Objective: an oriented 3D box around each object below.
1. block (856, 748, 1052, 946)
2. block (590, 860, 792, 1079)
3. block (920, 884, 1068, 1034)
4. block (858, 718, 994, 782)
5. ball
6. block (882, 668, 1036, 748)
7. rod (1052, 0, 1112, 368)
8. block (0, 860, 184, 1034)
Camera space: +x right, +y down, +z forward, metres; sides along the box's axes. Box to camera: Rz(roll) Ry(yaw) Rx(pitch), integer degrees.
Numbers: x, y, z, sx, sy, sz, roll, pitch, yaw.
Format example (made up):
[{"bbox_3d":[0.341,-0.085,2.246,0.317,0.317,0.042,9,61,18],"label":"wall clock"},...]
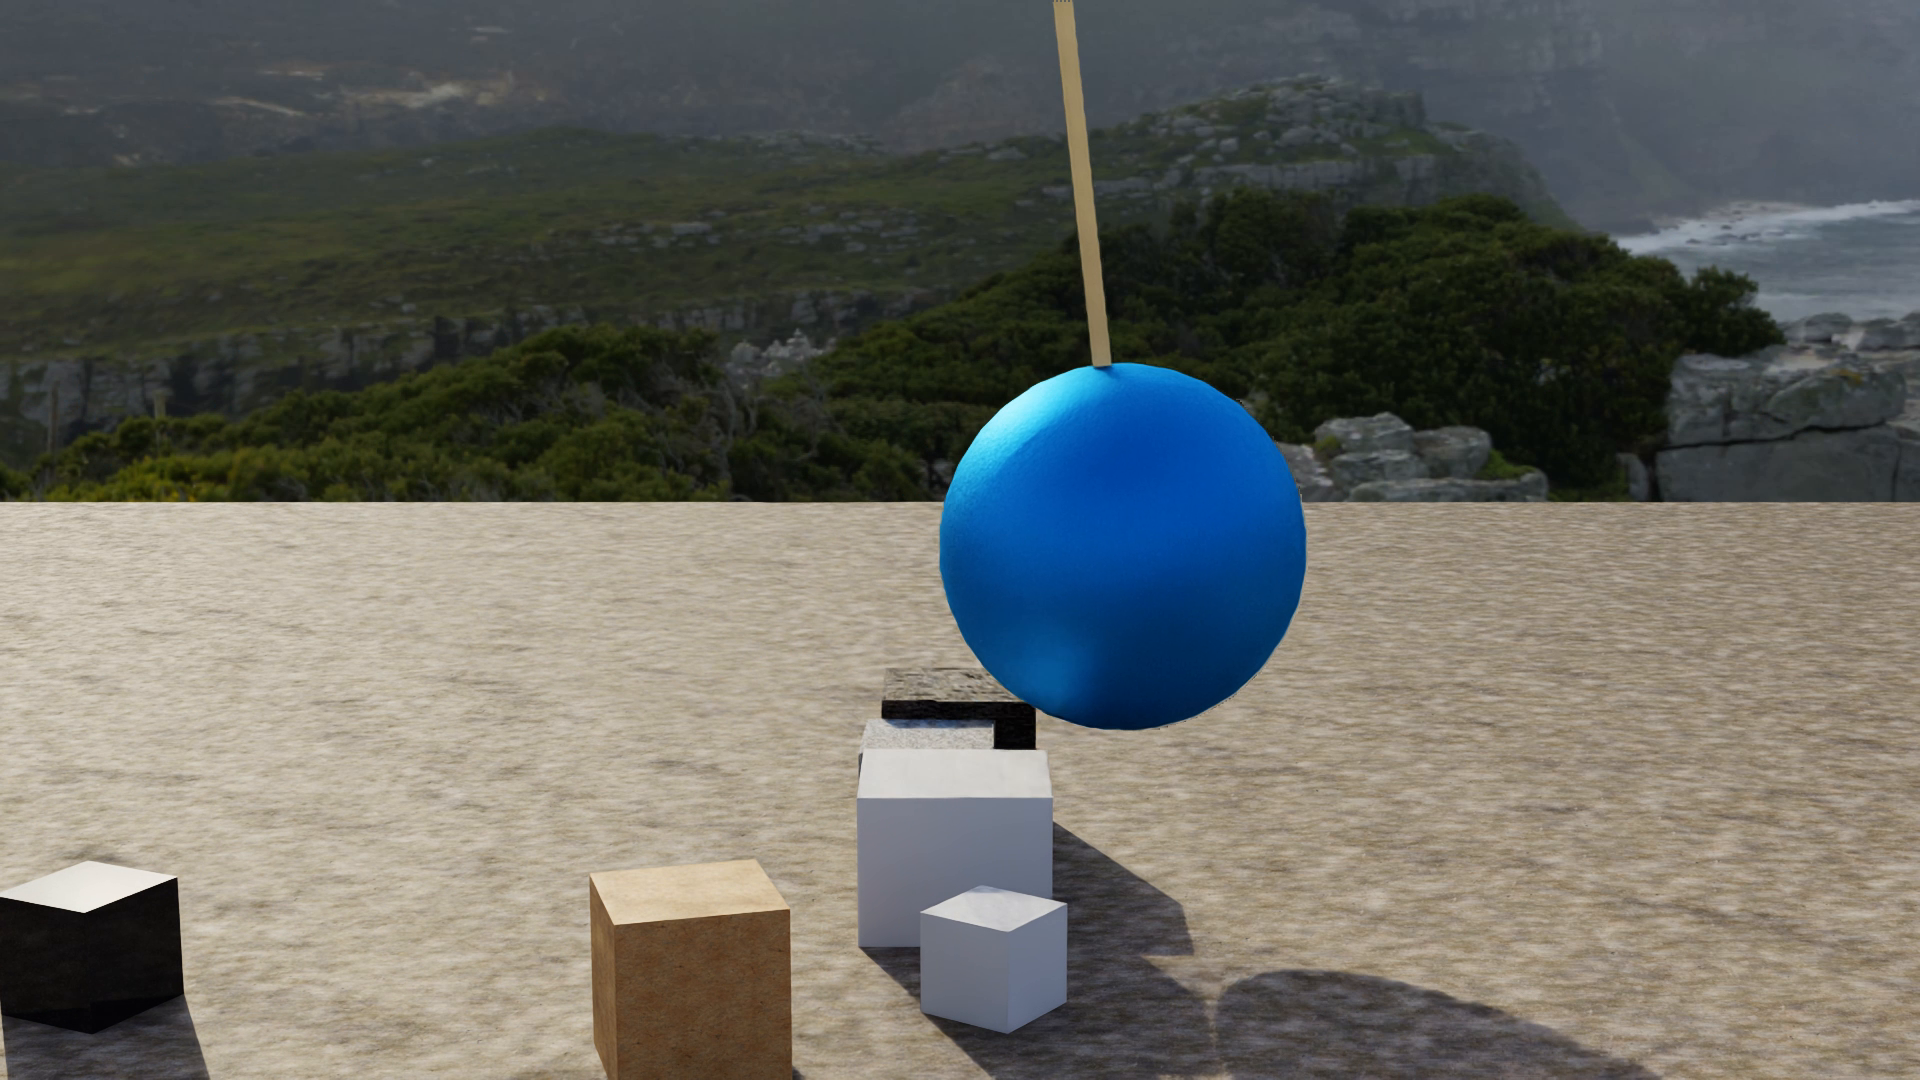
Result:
[{"bbox_3d":[-0.020,1.280,10.769,0.790,0.628,0.763,0,10,0],"label":"block"},{"bbox_3d":[-0.967,1.563,9.161,0.613,0.648,0.596,-3,11,-16],"label":"block"},{"bbox_3d":[0.130,1.586,9.742,0.398,0.394,0.405,7,13,34],"label":"block"},{"bbox_3d":[-0.140,1.168,11.454,0.581,0.605,0.603,0,10,2],"label":"block"},{"bbox_3d":[0.706,0.029,11.186,1.600,1.600,1.600,0,10,0],"label":"ball"},{"bbox_3d":[-0.006,1.013,12.068,0.704,0.688,0.646,0,10,0],"label":"block"},{"bbox_3d":[0.306,-3.293,10.582,0.080,5.200,0.080,-7,10,1],"label":"rod"},{"bbox_3d":[-3.312,1.542,9.766,0.459,0.471,0.479,5,11,26],"label":"block"}]
